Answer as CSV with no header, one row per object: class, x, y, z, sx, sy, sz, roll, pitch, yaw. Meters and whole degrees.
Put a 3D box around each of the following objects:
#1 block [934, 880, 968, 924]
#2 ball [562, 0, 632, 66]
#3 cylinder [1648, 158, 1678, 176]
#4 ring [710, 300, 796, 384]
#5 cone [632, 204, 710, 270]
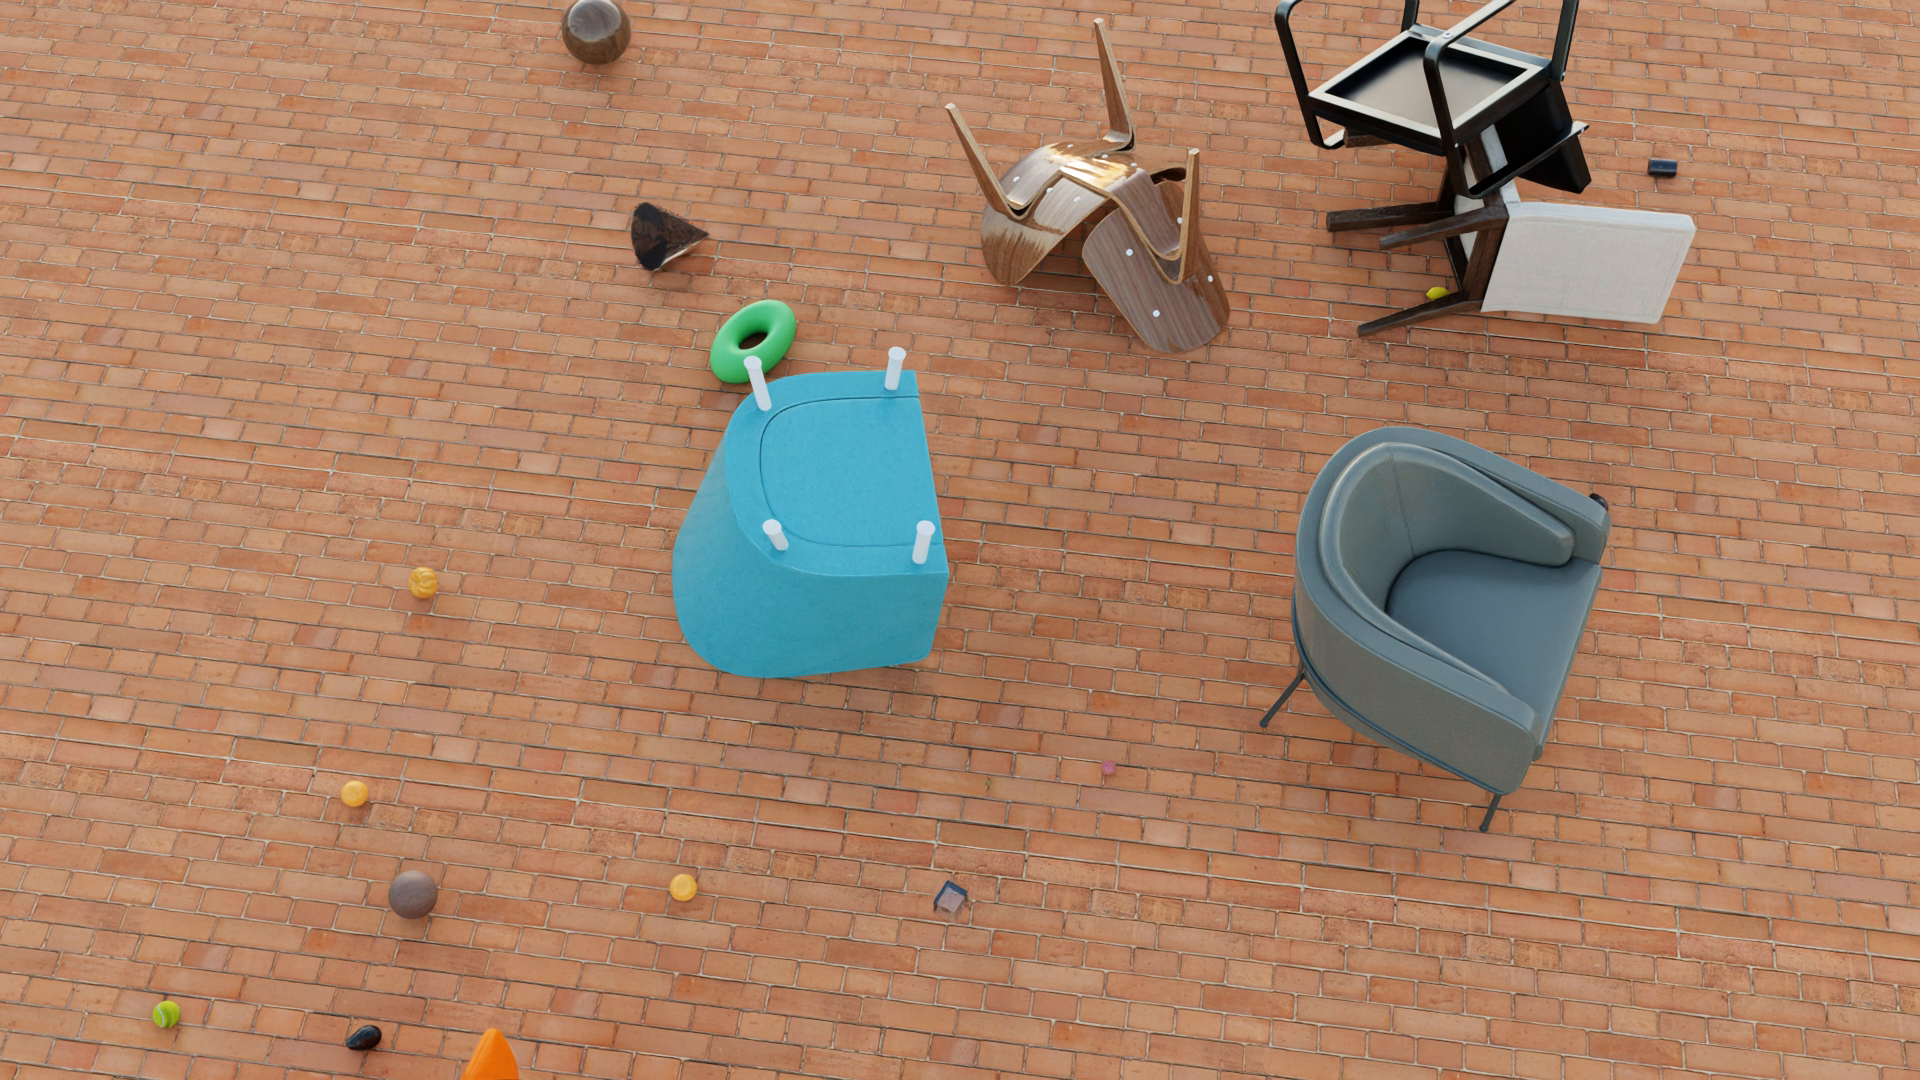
block,-0.025,0.968,5.878,0.064,0.077,0.072,26,60,17
ball,-1.259,-1.766,7.614,0.240,0.240,0.240,0,56,0
cylinder,2.358,-1.251,7.384,0.087,0.049,0.057,4,67,3
ring,-0.652,-0.625,6.924,0.211,0.116,0.343,32,61,17
cone,-0.913,-0.995,7.182,0.231,0.211,0.242,-8,31,-36
